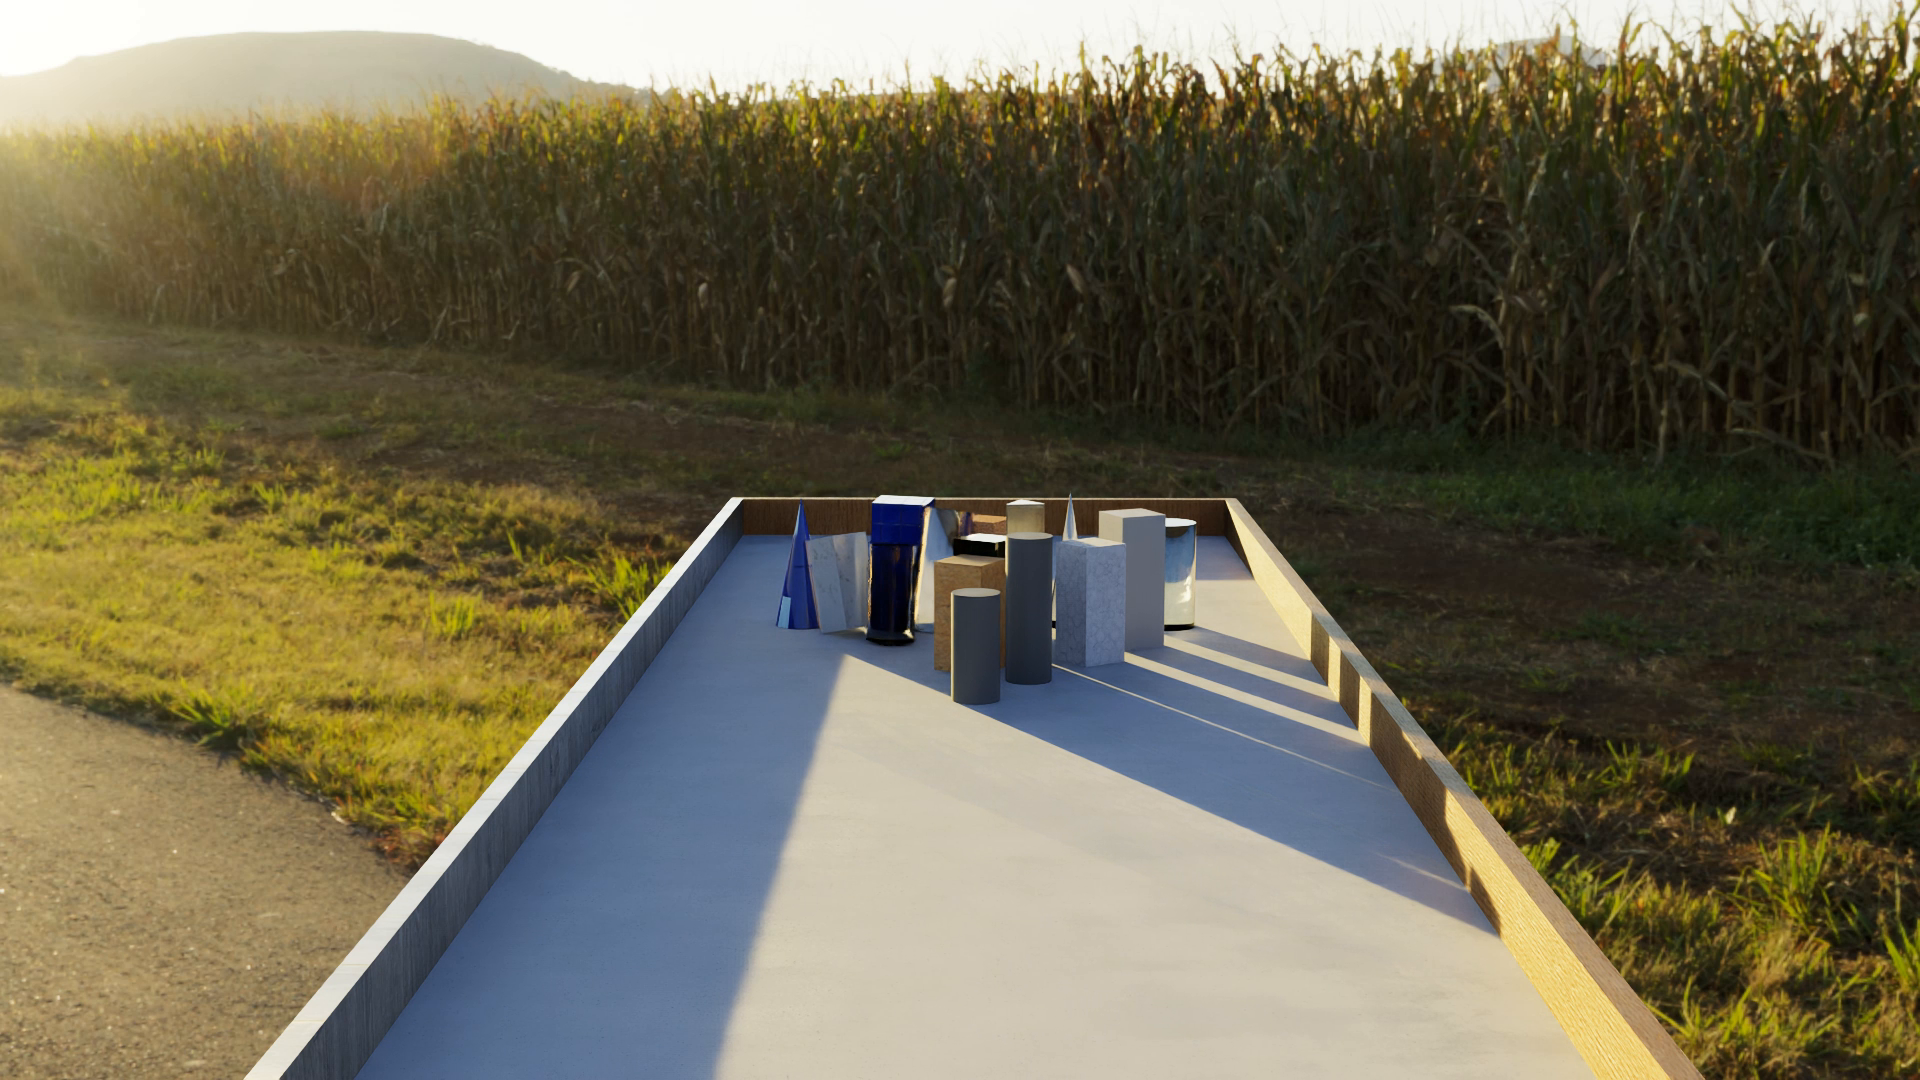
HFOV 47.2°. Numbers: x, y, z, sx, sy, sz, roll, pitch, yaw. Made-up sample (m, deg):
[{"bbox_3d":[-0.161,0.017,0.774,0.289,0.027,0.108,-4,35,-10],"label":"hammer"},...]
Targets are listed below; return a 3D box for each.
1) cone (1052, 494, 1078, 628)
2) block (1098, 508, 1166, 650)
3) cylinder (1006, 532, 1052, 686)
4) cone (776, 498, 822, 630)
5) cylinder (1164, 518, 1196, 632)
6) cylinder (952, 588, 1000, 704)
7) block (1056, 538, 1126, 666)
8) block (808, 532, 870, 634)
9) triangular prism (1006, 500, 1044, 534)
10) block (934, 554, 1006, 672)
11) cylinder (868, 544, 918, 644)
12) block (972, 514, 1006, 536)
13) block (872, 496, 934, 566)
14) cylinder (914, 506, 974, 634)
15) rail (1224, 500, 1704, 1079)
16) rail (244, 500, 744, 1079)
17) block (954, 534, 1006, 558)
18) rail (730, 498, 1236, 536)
[{"bbox_3d":[0.360,0.060,7.202,0.148,0.447,0.148,0,9,0],"label":"cone"},{"bbox_3d":[0.539,0.121,6.913,0.153,0.417,0.153,-4,10,-24],"label":"block"},{"bbox_3d":[0.200,0.198,6.395,0.136,0.427,0.136,0,9,0],"label":"cylinder"},{"bbox_3d":[-0.519,0.068,7.221,0.177,0.425,0.177,0,9,0],"label":"cone"},{"bbox_3d":[0.682,0.112,7.198,0.175,0.345,0.175,0,9,0],"label":"cylinder"},{"bbox_3d":[0.044,0.297,6.160,0.138,0.306,0.138,0,9,0],"label":"cylinder"},{"bbox_3d":[0.396,0.187,6.676,0.150,0.362,0.150,-6,11,-34],"label":"block"},{"bbox_3d":[-0.375,0.137,7.105,0.135,0.303,0.135,-8,-2,-40],"label":"block"},{"bbox_3d":[0.198,0.103,6.917,0.118,0.451,0.102,-1,9,-6],"label":"triangular prism"},{"bbox_3d":[0.033,0.221,6.563,0.160,0.328,0.160,5,10,30],"label":"block"},{"bbox_3d":[-0.214,0.167,6.946,0.150,0.303,0.150,2,4,0],"label":"cylinder"},{"bbox_3d":[0.085,0.107,7.190,0.134,0.358,0.134,5,10,29],"label":"block"},{"bbox_3d":[-0.189,0.074,7.207,0.180,0.414,0.180,3,9,7],"label":"block"},{"bbox_3d":[-0.059,0.101,7.031,0.161,0.397,0.161,7,0,0],"label":"cylinder"},{"bbox_3d":[1.046,0.843,3.208,0.050,0.150,12.000,0,9,1],"label":"rail"},{"bbox_3d":[-1.004,0.839,3.234,0.050,0.150,12.000,0,9,1],"label":"rail"},{"bbox_3d":[0.081,0.175,6.719,0.149,0.367,0.149,6,9,32],"label":"block"},{"bbox_3d":[0.099,-0.098,9.147,2.100,0.150,0.050,0,9,1],"label":"rail"}]
